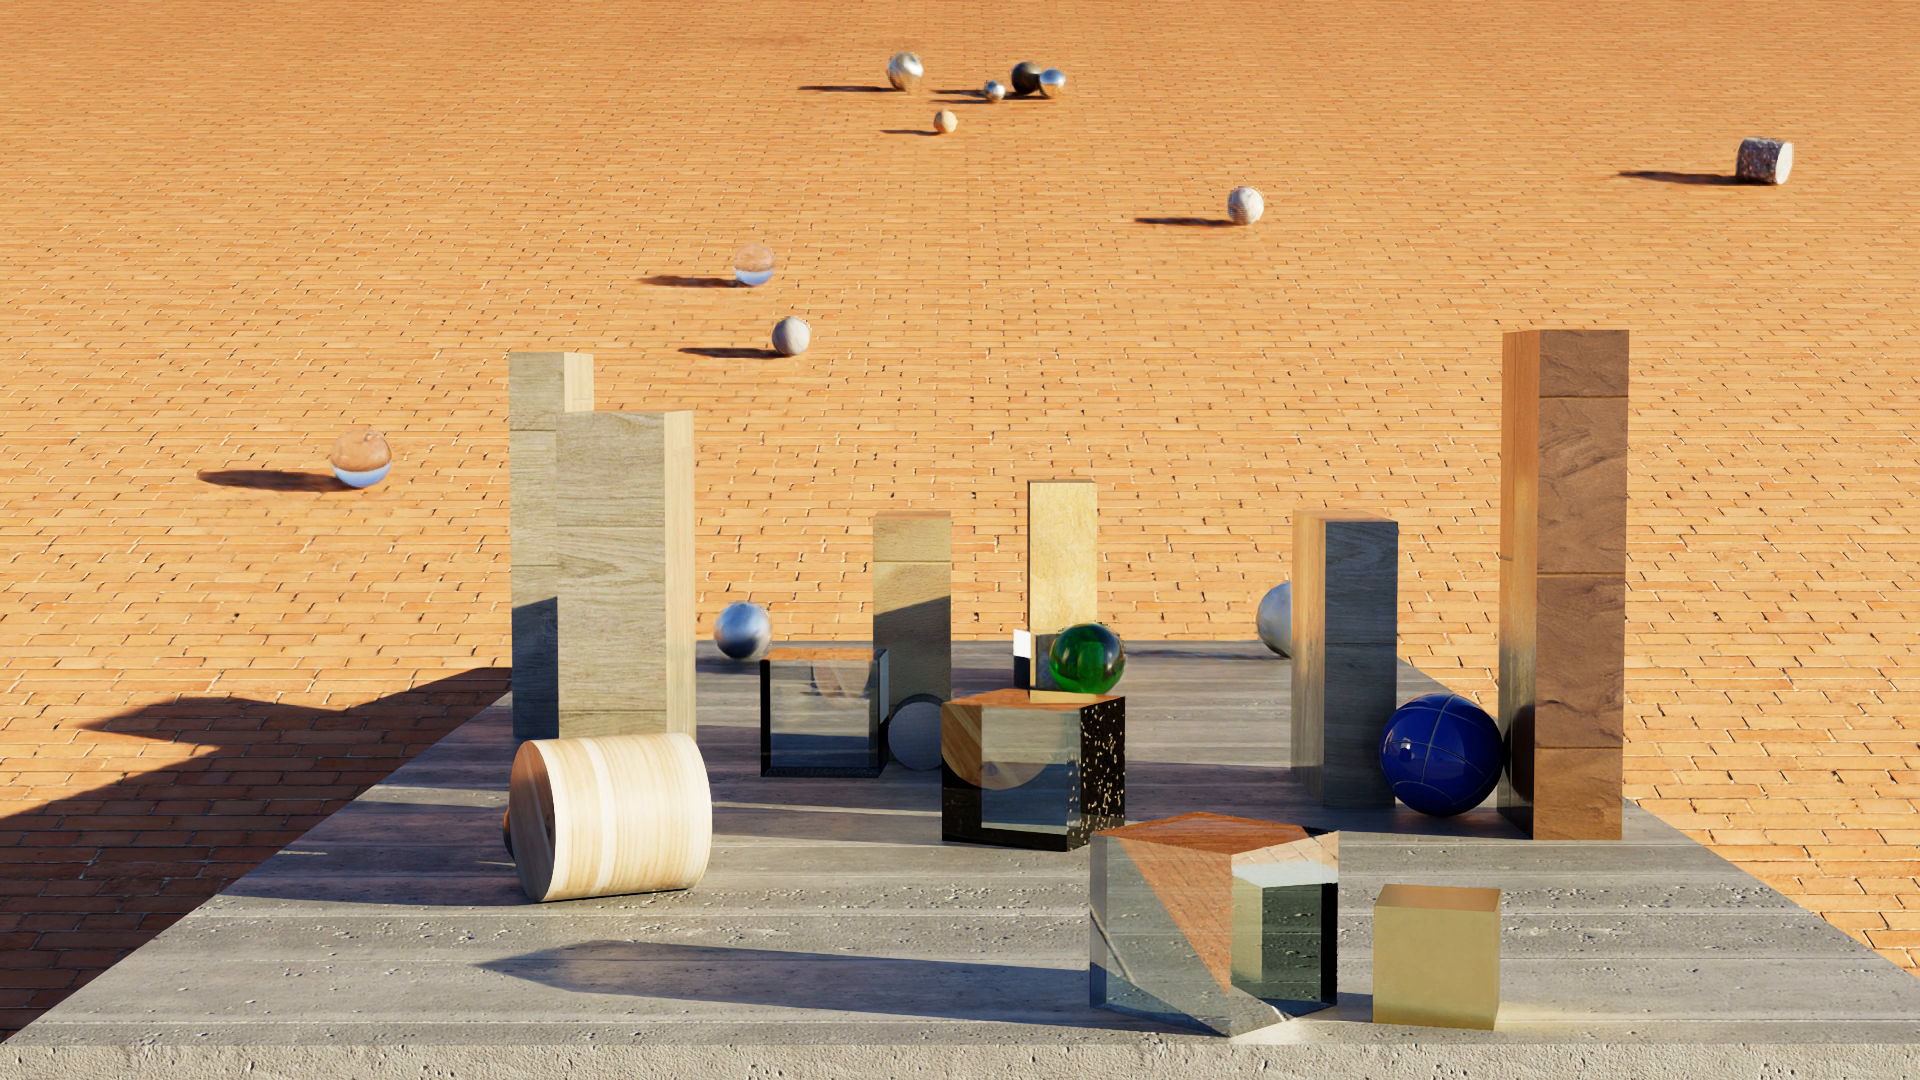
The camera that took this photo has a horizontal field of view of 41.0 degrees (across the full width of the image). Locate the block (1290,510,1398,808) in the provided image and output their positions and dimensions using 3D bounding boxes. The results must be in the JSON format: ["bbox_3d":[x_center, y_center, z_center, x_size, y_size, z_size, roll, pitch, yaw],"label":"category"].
[{"bbox_3d":[0.614,0.180,4.129,0.111,0.440,0.385,0,3,0],"label":"block"}]

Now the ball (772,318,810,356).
[{"bbox_3d":[-0.612,-0.733,9.289,0.139,0.139,0.139,0,20,0],"label":"ball"}]

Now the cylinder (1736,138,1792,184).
[{"bbox_3d":[3.773,-1.779,12.050,0.195,0.195,0.195,15,25,35],"label":"cylinder"}]

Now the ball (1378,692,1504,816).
[{"bbox_3d":[0.725,0.323,3.869,0.187,0.187,0.187,0,20,0],"label":"ball"}]

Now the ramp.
[{"bbox_3d":[0.047,0.426,4.533,2.000,0.100,4.000,0,3,0],"label":"ramp"}]

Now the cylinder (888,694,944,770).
[{"bbox_3d":[-0.064,0.327,4.395,0.116,0.116,0.116,0,3,0],"label":"cylinder"}]

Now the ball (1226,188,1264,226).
[{"bbox_3d":[1.247,-1.459,11.230,0.163,0.163,0.163,0,20,0],"label":"ball"}]

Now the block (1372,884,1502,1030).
[{"bbox_3d":[0.495,0.430,2.658,0.121,0.121,0.121,1,4,15],"label":"block"}]

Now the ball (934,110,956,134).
[{"bbox_3d":[-0.076,-2.138,13.139,0.119,0.119,0.119,0,20,0],"label":"ball"}]

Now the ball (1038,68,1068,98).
[{"bbox_3d":[0.504,-2.500,14.059,0.163,0.163,0.163,0,20,0],"label":"ball"}]

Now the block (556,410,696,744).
[{"bbox_3d":[-0.469,0.124,3.651,0.145,0.613,0.392,0,3,0],"label":"block"}]

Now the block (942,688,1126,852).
[{"bbox_3d":[0.107,0.328,3.701,0.197,0.197,0.197,2,4,28],"label":"block"}]

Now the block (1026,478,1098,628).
[{"bbox_3d":[0.224,0.088,5.684,0.145,0.436,0.240,0,3,0],"label":"block"}]

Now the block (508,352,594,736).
[{"bbox_3d":[-0.780,-0.003,4.936,0.103,0.710,0.380,0,3,0],"label":"block"}]

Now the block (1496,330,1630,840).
[{"bbox_3d":[0.881,0.058,3.770,0.126,0.727,0.248,0,3,0],"label":"block"}]

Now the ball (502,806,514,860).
[{"bbox_3d":[-0.545,0.384,3.410,0.122,0.122,0.122,0,20,0],"label":"ball"}]

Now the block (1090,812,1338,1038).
[{"bbox_3d":[0.265,0.397,2.684,0.184,0.184,0.184,3,5,43],"label":"block"}]

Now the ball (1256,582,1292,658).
[{"bbox_3d":[0.795,0.189,6.099,0.182,0.182,0.182,0,20,0],"label":"ball"}]

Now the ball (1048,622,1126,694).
[{"bbox_3d":[0.263,0.249,5.321,0.158,0.158,0.158,0,20,0],"label":"ball"}]

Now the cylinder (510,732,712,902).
[{"bbox_3d":[-0.448,0.352,3.280,0.203,0.203,0.203,-2,19,-26],"label":"cylinder"}]

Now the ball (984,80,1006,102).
[{"bbox_3d":[0.186,-2.436,13.948,0.119,0.119,0.119,0,20,0],"label":"ball"}]

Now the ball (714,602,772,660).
[{"bbox_3d":[-0.514,0.215,6.065,0.137,0.137,0.137,0,20,0],"label":"ball"}]

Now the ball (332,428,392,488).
[{"bbox_3d":[-1.845,-0.252,7.916,0.183,0.183,0.183,0,20,0],"label":"ball"}]

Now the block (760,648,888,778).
[{"bbox_3d":[-0.227,0.290,4.344,0.195,0.195,0.195,0,3,4],"label":"block"}]

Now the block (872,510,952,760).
[{"bbox_3d":[-0.083,0.163,4.602,0.135,0.417,0.318,0,3,0],"label":"block"}]

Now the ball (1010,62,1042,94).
[{"bbox_3d":[0.367,-2.551,14.172,0.181,0.181,0.181,0,20,0],"label":"ball"}]

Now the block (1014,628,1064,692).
[{"bbox_3d":[0.195,0.256,5.495,0.124,0.124,0.124,-1,4,-20],"label":"block"}]

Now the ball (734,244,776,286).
[{"bbox_3d":[-0.819,-1.095,10.234,0.166,0.166,0.166,0,20,0],"label":"ball"}]

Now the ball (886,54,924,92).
[{"bbox_3d":[-0.307,-2.597,14.263,0.206,0.206,0.206,0,20,0],"label":"ball"}]
